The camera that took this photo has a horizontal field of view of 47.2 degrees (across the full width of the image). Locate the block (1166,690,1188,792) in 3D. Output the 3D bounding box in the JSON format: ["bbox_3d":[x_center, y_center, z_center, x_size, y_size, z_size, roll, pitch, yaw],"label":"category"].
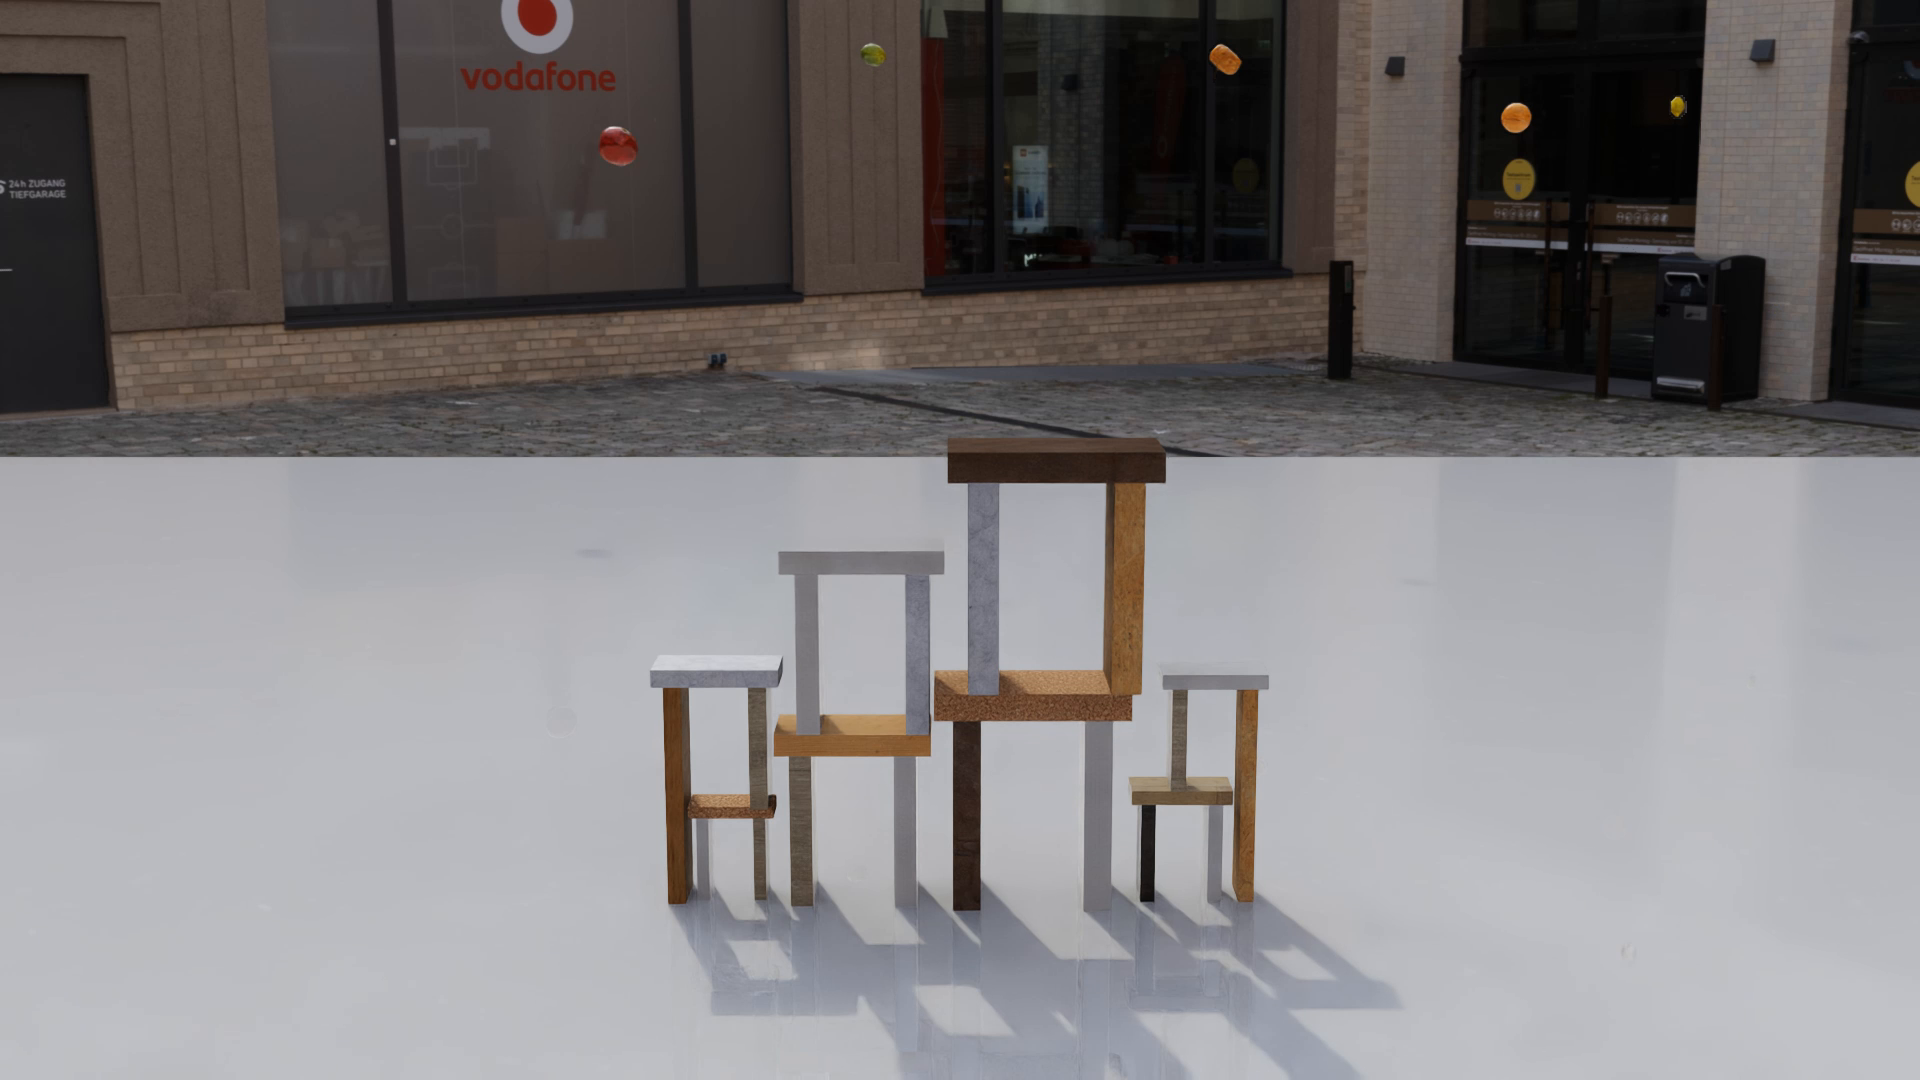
[{"bbox_3d":[0.357,0.319,3.621,0.024,0.172,0.086,0,11,0],"label":"block"}]

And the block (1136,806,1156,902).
[{"bbox_3d":[0.309,0.508,3.657,0.023,0.166,0.083,0,11,0],"label":"block"}]

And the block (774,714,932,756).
[{"bbox_3d":[-0.175,0.321,3.622,0.255,0.036,0.127,0,11,0],"label":"block"}]

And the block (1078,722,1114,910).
[{"bbox_3d":[0.224,0.434,3.639,0.045,0.319,0.159,0,10,0],"label":"block"}]

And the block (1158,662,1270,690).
[{"bbox_3d":[0.414,0.223,3.603,0.172,0.024,0.086,0,11,0],"label":"block"}]

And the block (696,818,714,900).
[{"bbox_3d":[-0.424,0.520,3.660,0.020,0.140,0.070,0,11,0],"label":"block"}]

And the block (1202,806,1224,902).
[{"bbox_3d":[0.420,0.508,3.657,0.023,0.166,0.083,0,11,0],"label":"block"}]

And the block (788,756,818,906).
[{"bbox_3d":[-0.259,0.464,3.649,0.036,0.255,0.127,0,11,0],"label":"block"}]

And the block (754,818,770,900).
[{"bbox_3d":[-0.330,0.520,3.660,0.020,0.140,0.070,0,11,0],"label":"block"}]

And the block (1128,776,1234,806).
[{"bbox_3d":[0.364,0.415,3.639,0.166,0.023,0.083,0,11,0],"label":"block"}]

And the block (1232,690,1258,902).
[{"bbox_3d":[0.472,0.412,3.638,0.024,0.361,0.086,0,11,0],"label":"block"}]

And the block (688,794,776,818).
[{"bbox_3d":[-0.377,0.441,3.646,0.140,0.020,0.070,0,11,0],"label":"block"}]

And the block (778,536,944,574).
[{"bbox_3d":[-0.157,0.025,3.569,0.265,0.037,0.132,0,11,0],"label":"block"}]

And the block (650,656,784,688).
[{"bbox_3d":[-0.397,0.215,3.602,0.206,0.029,0.103,0,11,0],"label":"block"}]

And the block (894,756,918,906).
[{"bbox_3d":[-0.090,0.464,3.649,0.036,0.255,0.127,0,11,0],"label":"block"}]

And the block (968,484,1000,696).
[{"bbox_3d":[0.037,0.064,3.569,0.049,0.343,0.171,0,10,0],"label":"block"}]

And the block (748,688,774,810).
[{"bbox_3d":[-0.328,0.331,3.623,0.029,0.206,0.103,0,11,0],"label":"block"}]

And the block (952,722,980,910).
[{"bbox_3d":[0.011,0.433,3.639,0.045,0.319,0.159,0,10,0],"label":"block"}]

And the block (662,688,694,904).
[{"bbox_3d":[-0.466,0.409,3.638,0.029,0.366,0.103,0,11,0],"label":"block"}]

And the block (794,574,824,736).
[{"bbox_3d":[-0.245,0.173,3.596,0.037,0.265,0.132,0,11,0],"label":"block"}]

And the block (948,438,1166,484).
[{"bbox_3d":[0.151,-0.129,3.535,0.343,0.049,0.171,0,10,0],"label":"block"}]

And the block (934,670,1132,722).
[{"bbox_3d":[0.117,0.255,3.606,0.319,0.045,0.159,0,10,0],"label":"block"}]

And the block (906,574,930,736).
[{"bbox_3d":[-0.069,0.173,3.596,0.037,0.265,0.132,0,11,0],"label":"block"}]

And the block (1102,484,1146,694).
[{"bbox_3d":[0.266,0.063,3.573,0.049,0.343,0.171,0,10,-1],"label":"block"}]
